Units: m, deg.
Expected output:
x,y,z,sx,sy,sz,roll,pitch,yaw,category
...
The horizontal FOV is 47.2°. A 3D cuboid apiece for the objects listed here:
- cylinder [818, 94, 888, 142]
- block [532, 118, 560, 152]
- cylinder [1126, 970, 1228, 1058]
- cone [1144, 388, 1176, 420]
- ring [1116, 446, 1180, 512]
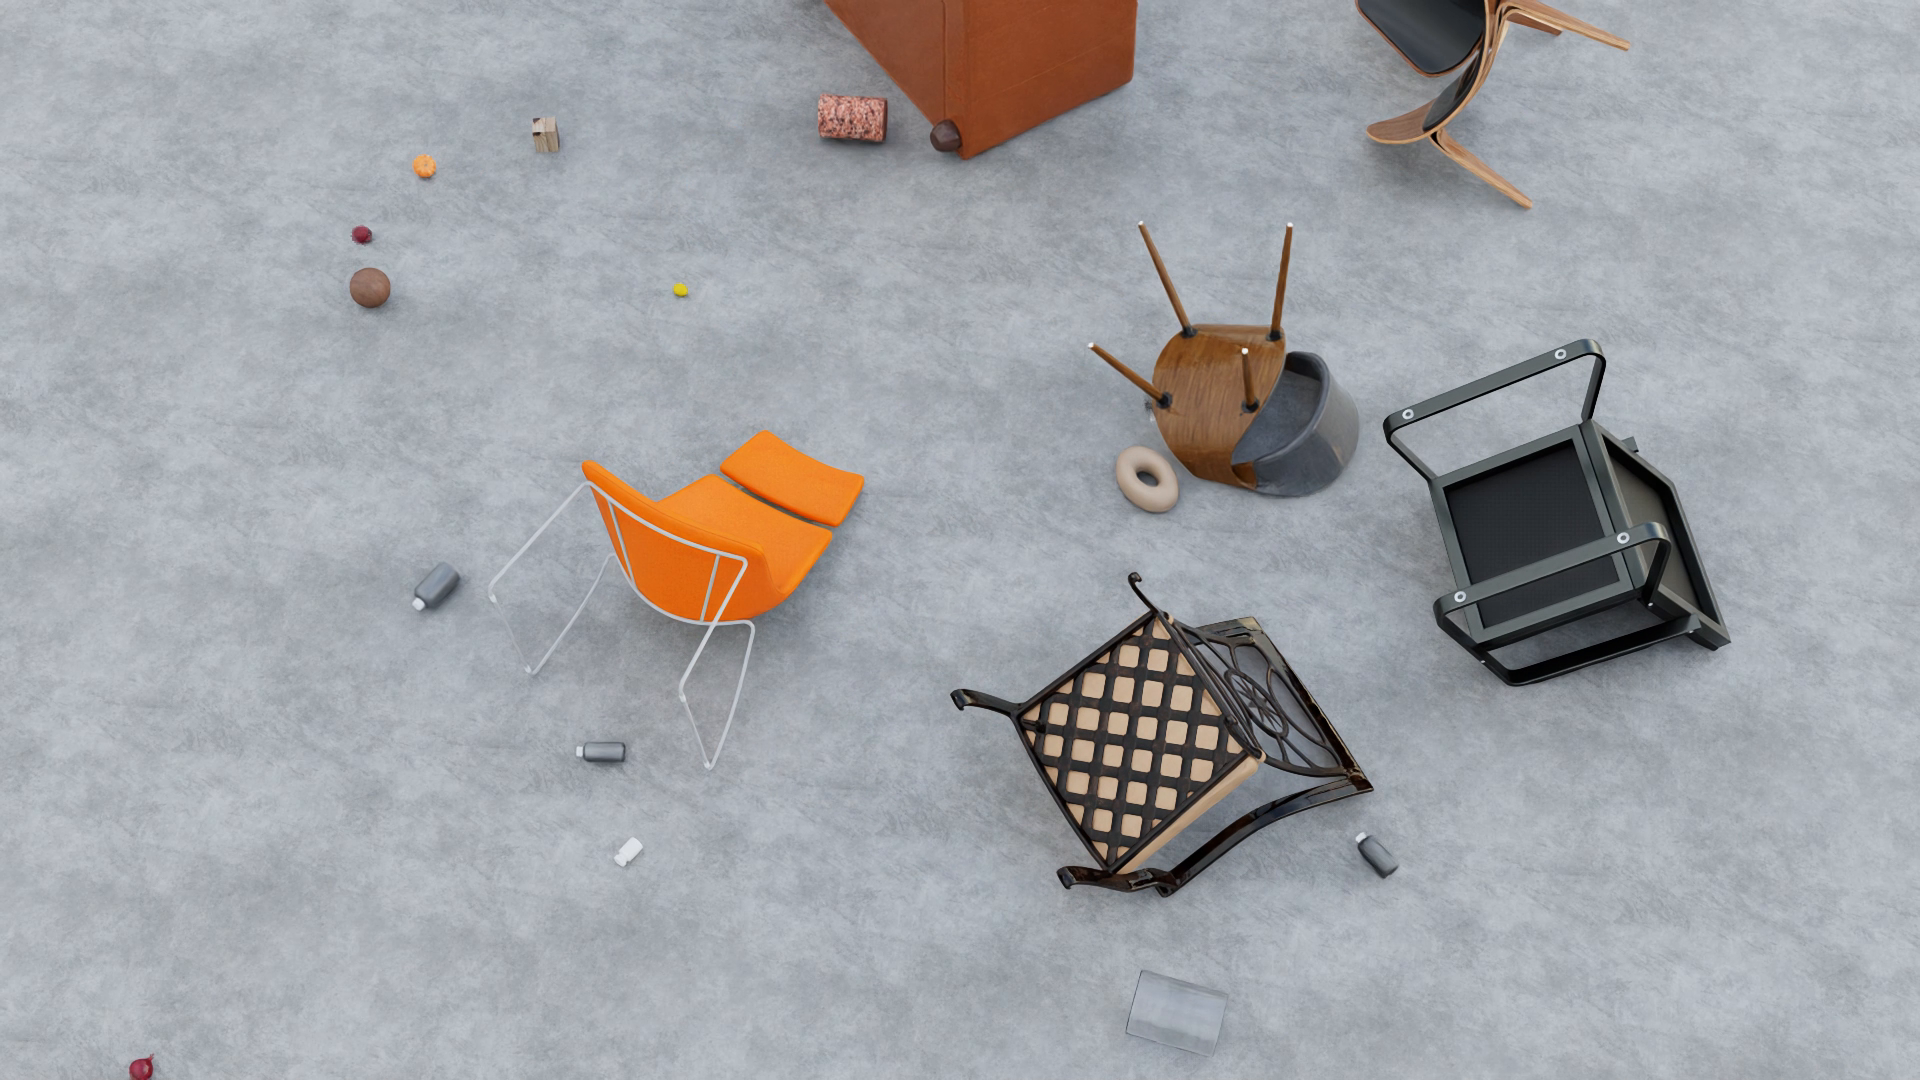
x,y,z,sx,sy,sz,roll,pitch,yaw,category
-0.361,-1.427,7.432,0.218,0.167,0.136,5,76,3,cylinder
-1.400,-1.370,7.436,0.075,0.095,0.066,-3,56,-2,block
0.558,1.217,5.651,0.230,0.178,0.169,14,58,9,cylinder
0.633,-0.419,6.840,0.099,0.050,0.130,1,48,-17,cone
0.566,-0.184,6.647,0.170,0.087,0.242,-25,60,-18,ring
